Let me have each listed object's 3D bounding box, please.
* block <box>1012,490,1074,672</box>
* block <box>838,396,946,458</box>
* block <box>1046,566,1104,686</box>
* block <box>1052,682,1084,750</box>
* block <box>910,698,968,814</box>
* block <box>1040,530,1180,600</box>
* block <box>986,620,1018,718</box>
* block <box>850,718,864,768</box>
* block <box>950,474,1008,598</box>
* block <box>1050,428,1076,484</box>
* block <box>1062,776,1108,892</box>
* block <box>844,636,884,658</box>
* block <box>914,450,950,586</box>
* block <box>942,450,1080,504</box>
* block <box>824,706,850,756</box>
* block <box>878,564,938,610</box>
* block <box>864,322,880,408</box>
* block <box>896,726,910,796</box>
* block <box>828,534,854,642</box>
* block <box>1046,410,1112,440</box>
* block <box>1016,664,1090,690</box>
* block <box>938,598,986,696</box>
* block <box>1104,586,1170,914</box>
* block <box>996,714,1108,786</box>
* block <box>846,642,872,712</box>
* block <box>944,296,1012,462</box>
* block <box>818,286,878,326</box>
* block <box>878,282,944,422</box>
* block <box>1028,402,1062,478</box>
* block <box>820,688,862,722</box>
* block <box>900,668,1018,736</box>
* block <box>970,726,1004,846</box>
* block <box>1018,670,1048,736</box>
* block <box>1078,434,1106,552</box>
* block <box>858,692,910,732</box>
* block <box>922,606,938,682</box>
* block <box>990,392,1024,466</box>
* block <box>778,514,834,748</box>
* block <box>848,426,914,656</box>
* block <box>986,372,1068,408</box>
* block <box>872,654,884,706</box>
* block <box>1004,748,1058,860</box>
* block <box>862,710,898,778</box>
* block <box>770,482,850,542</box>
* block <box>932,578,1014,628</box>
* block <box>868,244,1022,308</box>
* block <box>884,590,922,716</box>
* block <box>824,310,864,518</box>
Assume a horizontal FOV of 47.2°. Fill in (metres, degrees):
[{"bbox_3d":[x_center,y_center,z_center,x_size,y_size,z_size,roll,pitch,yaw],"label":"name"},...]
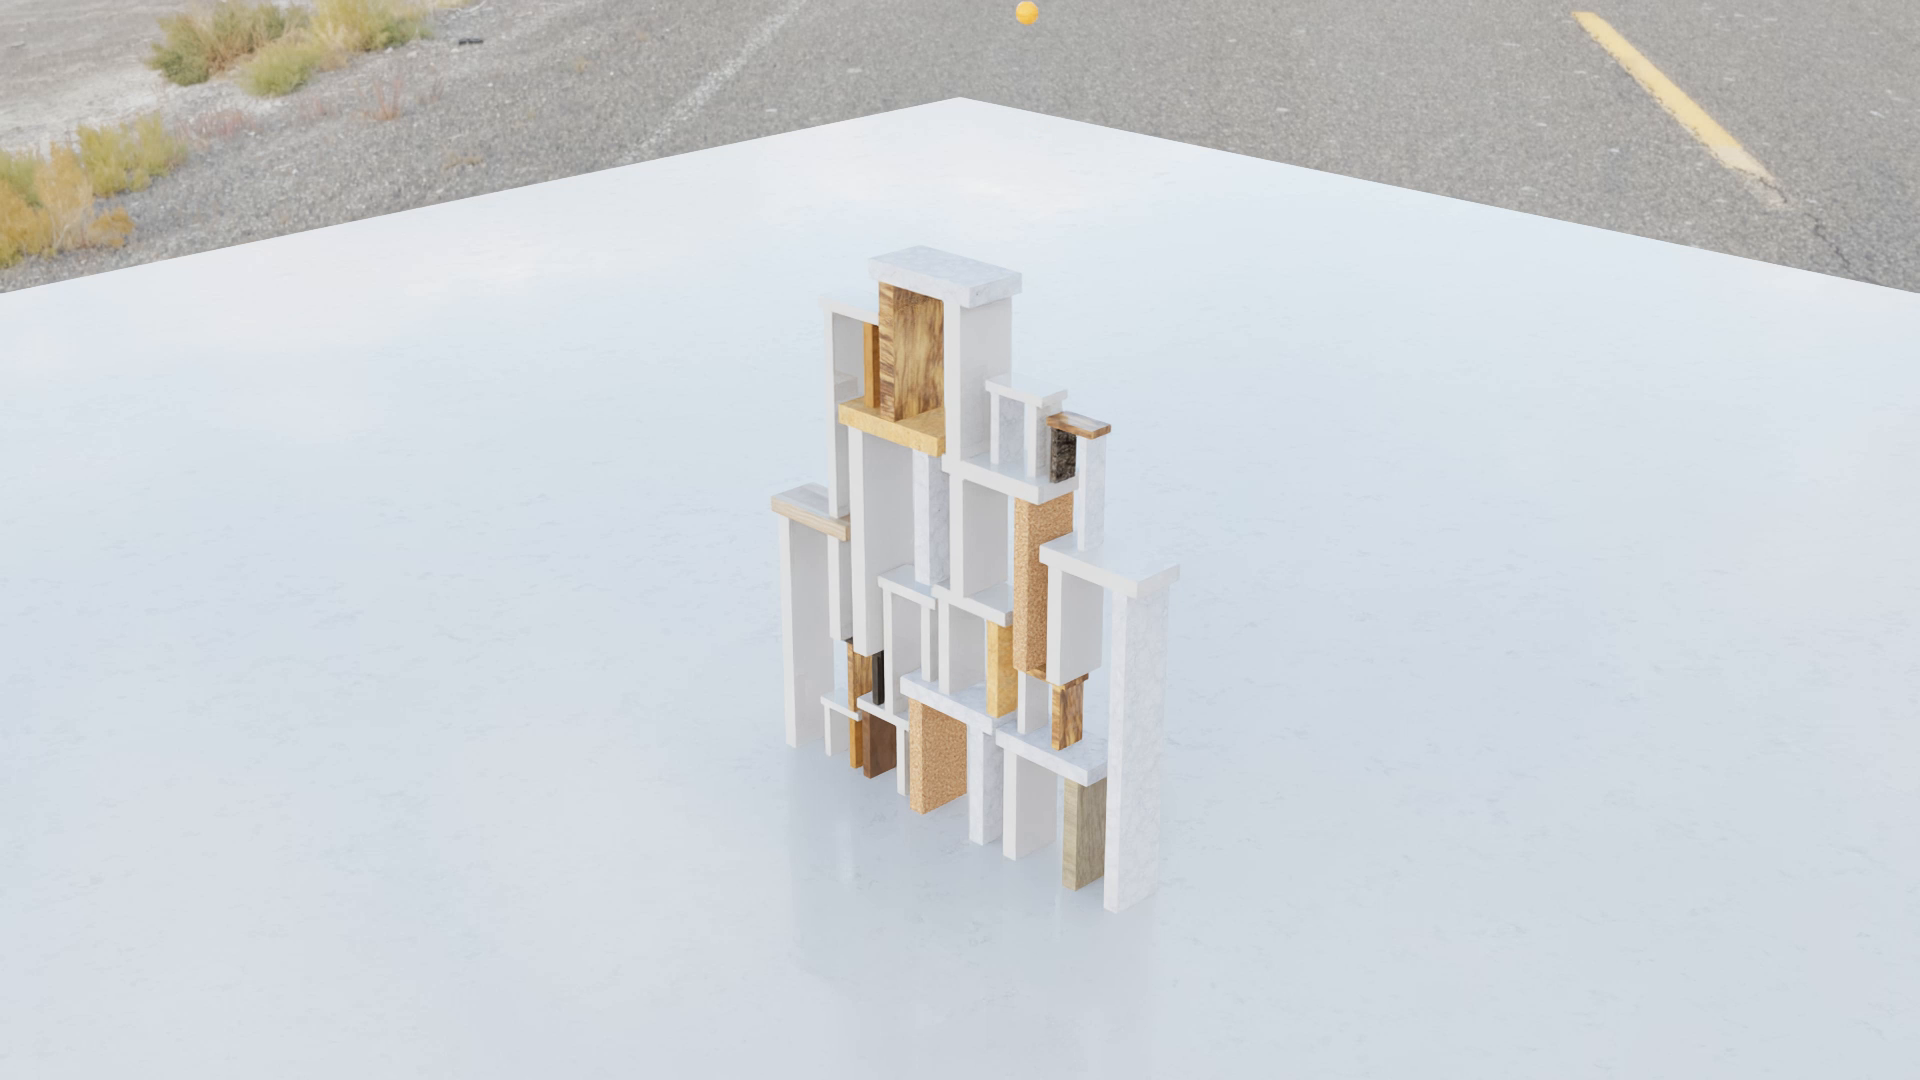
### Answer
[{"bbox_3d":[0.154,0.067,4.088,0.122,0.343,0.035,-21,31,-40],"label":"block"},{"bbox_3d":[-0.091,-0.228,4.227,0.271,0.038,0.135,21,31,40],"label":"block"},{"bbox_3d":[0.213,0.142,4.053,0.117,0.233,0.033,-21,31,-41],"label":"block"},{"bbox_3d":[0.202,0.324,4.138,0.019,0.132,0.066,21,31,41],"label":"block"},{"bbox_3d":[-0.043,0.417,4.453,0.127,0.255,0.036,-21,31,-41],"label":"block"},{"bbox_3d":[0.268,0.041,3.950,0.117,0.033,0.233,-21,31,-41],"label":"block"},{"bbox_3d":[0.098,0.232,4.213,0.100,0.200,0.028,-20,30,-39],"label":"block"},{"bbox_3d":[-0.205,0.418,4.627,0.058,0.117,0.017,-21,31,-41],"label":"block"},{"bbox_3d":[0.036,-0.023,4.174,0.122,0.244,0.035,-21,30,-40],"label":"block"},{"bbox_3d":[0.186,-0.160,3.959,0.015,0.106,0.053,22,31,39],"label":"block"},{"bbox_3d":[0.249,0.540,4.187,0.033,0.236,0.118,21,31,41],"label":"block"},{"bbox_3d":[-0.181,0.208,4.509,0.112,0.016,0.056,21,31,41],"label":"block"},{"bbox_3d":[-0.026,-0.060,4.227,0.038,0.271,0.135,20,30,40],"label":"block"},{"bbox_3d":[0.095,-0.129,4.068,0.244,0.035,0.122,21,31,40],"label":"block"},{"bbox_3d":[-0.260,0.396,4.678,0.059,0.117,0.017,-21,31,-41],"label":"block"},{"bbox_3d":[-0.077,0.092,4.352,0.081,0.023,0.163,-21,31,-40],"label":"block"},{"bbox_3d":[-0.146,-0.347,4.241,0.024,0.170,0.085,21,31,40],"label":"block"},{"bbox_3d":[-0.094,0.442,4.521,0.022,0.155,0.077,21,31,41],"label":"block"},{"bbox_3d":[-0.215,0.082,4.493,0.114,0.229,0.032,-21,31,-40],"label":"block"},{"bbox_3d":[0.211,-0.205,3.911,0.106,0.015,0.053,21,31,40],"label":"block"},{"bbox_3d":[0.171,0.243,4.137,0.132,0.019,0.066,21,31,41],"label":"block"},{"bbox_3d":[0.004,0.195,4.301,0.100,0.200,0.028,-21,31,-40],"label":"block"},{"bbox_3d":[0.323,0.378,4.034,0.033,0.653,0.117,21,31,41],"label":"block"},{"bbox_3d":[0.193,0.394,4.186,0.236,0.033,0.118,21,31,41],"label":"block"},{"bbox_3d":[-0.207,0.277,4.567,0.056,0.156,0.016,-21,31,-41],"label":"block"},{"bbox_3d":[0.034,-0.307,4.058,0.135,0.300,0.038,-21,31,-40],"label":"block"},{"bbox_3d":[-0.186,-0.452,4.239,0.170,0.024,0.085,21,31,40],"label":"block"},{"bbox_3d":[-0.091,-0.371,4.171,0.038,0.269,0.135,21,31,40],"label":"block"},{"bbox_3d":[0.153,-0.187,3.983,0.020,0.139,0.069,21,31,40],"label":"block"},{"bbox_3d":[-0.232,0.345,4.626,0.058,0.017,0.117,-21,31,-40],"label":"block"},{"bbox_3d":[0.016,0.306,4.341,0.127,0.036,0.255,-21,31,-40],"label":"block"},{"bbox_3d":[0.077,0.463,4.343,0.127,0.255,0.036,-21,31,-40],"label":"block"},{"bbox_3d":[0.140,0.300,4.195,0.019,0.132,0.066,21,31,41],"label":"block"},{"bbox_3d":[0.236,-0.088,3.934,0.053,0.217,0.015,-21,31,-41],"label":"block"},{"bbox_3d":[-0.130,0.346,4.521,0.155,0.022,0.077,21,31,41],"label":"block"},{"bbox_3d":[-0.039,0.193,4.353,0.081,0.163,0.023,-21,31,-40],"label":"block"},{"bbox_3d":[0.088,-0.213,4.043,0.020,0.139,0.069,21,31,40],"label":"block"},{"bbox_3d":[-0.322,0.180,4.654,0.114,0.534,0.032,-21,31,-41],"label":"block"},{"bbox_3d":[-0.155,-0.012,4.387,0.038,0.485,0.135,21,31,40],"label":"block"},{"bbox_3d":[0.120,-0.273,3.981,0.139,0.020,0.069,21,31,40],"label":"block"},{"bbox_3d":[-0.154,0.278,4.510,0.016,0.113,0.056,21,31,41],"label":"block"},{"bbox_3d":[0.138,0.496,4.290,0.033,0.236,0.118,21,31,41],"label":"block"},{"bbox_3d":[-0.167,0.413,4.589,0.022,0.155,0.077,21,31,41],"label":"block"},{"bbox_3d":[-0.268,-0.059,4.492,0.114,0.032,0.229,-21,31,-40],"label":"block"},{"bbox_3d":[0.050,0.109,4.212,0.100,0.028,0.200,-21,31,-40],"label":"block"},{"bbox_3d":[-0.029,-0.487,4.051,0.135,0.038,0.269,-21,31,-40],"label":"block"},{"bbox_3d":[-0.116,0.215,4.446,0.023,0.277,0.081,21,31,41],"label":"block"},{"bbox_3d":[-0.225,-0.257,4.364,0.085,0.432,0.024,-21,31,-40],"label":"block"}]
